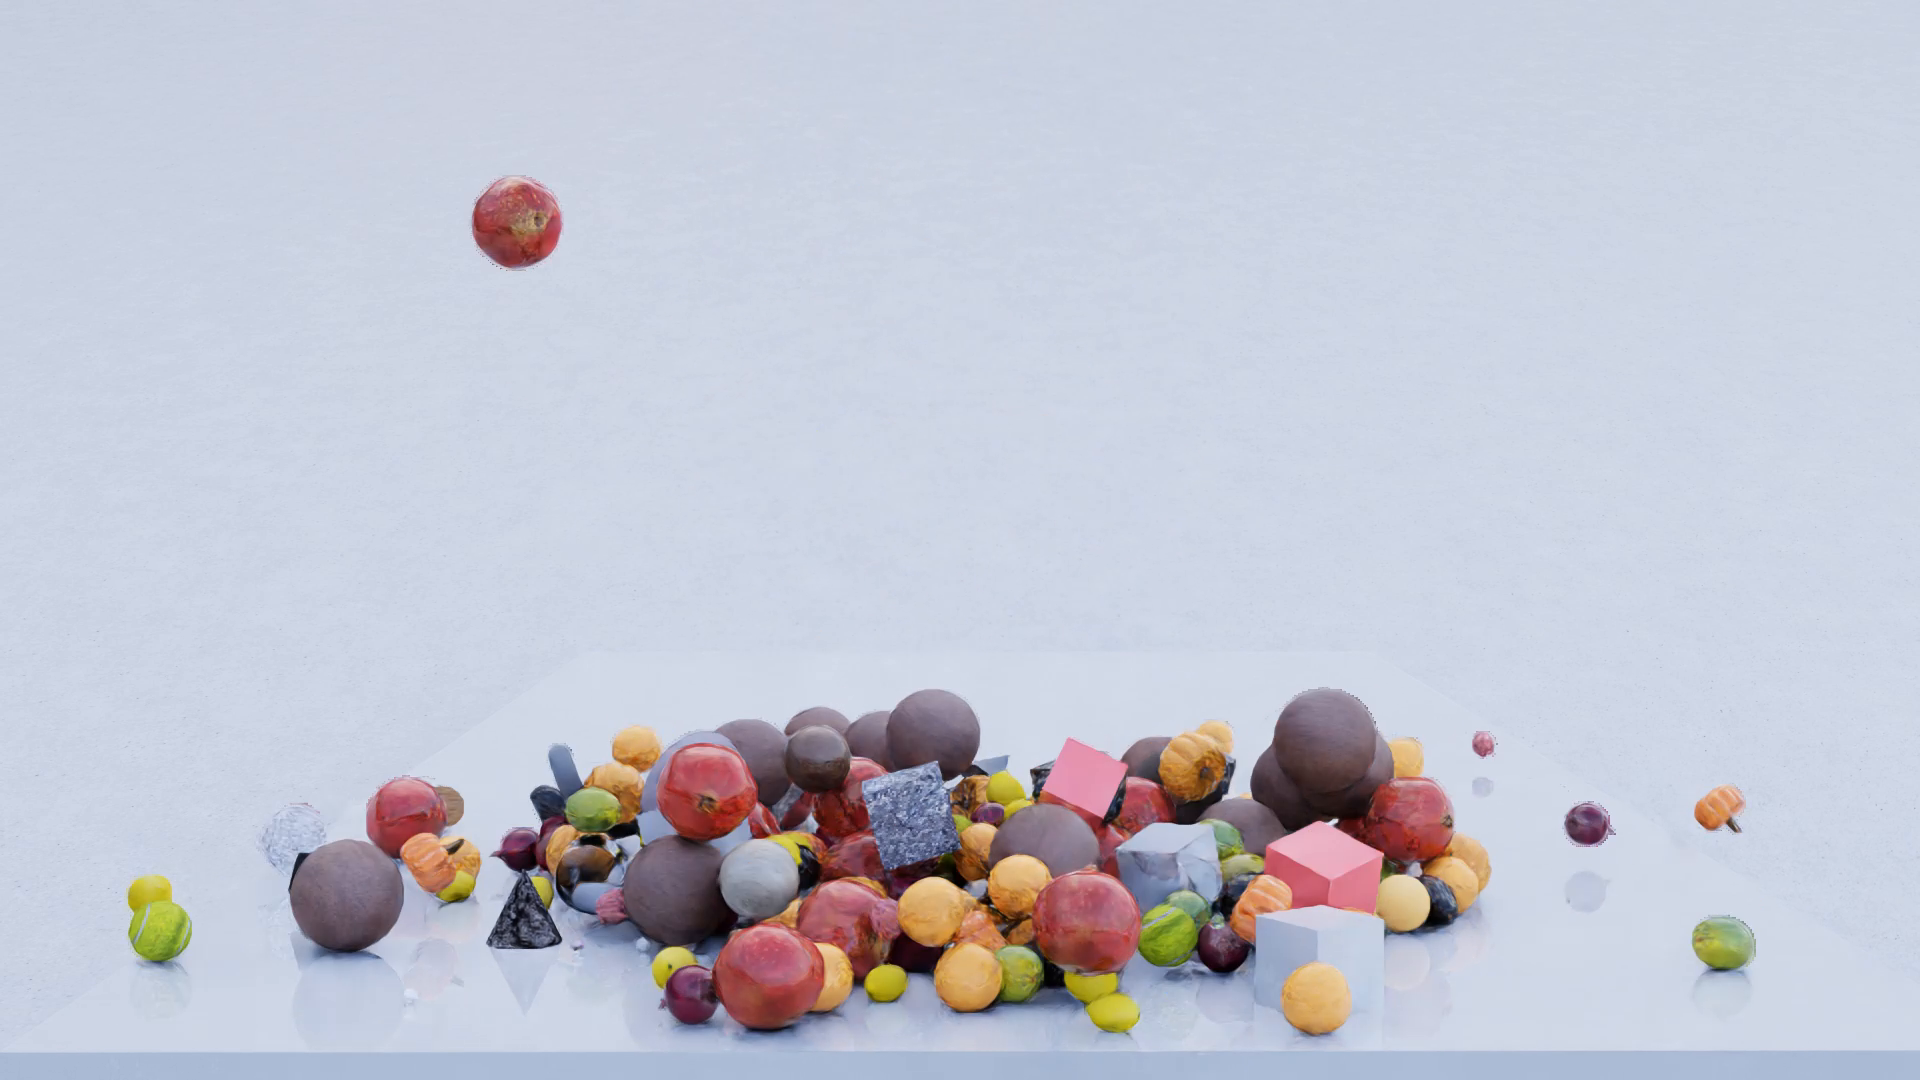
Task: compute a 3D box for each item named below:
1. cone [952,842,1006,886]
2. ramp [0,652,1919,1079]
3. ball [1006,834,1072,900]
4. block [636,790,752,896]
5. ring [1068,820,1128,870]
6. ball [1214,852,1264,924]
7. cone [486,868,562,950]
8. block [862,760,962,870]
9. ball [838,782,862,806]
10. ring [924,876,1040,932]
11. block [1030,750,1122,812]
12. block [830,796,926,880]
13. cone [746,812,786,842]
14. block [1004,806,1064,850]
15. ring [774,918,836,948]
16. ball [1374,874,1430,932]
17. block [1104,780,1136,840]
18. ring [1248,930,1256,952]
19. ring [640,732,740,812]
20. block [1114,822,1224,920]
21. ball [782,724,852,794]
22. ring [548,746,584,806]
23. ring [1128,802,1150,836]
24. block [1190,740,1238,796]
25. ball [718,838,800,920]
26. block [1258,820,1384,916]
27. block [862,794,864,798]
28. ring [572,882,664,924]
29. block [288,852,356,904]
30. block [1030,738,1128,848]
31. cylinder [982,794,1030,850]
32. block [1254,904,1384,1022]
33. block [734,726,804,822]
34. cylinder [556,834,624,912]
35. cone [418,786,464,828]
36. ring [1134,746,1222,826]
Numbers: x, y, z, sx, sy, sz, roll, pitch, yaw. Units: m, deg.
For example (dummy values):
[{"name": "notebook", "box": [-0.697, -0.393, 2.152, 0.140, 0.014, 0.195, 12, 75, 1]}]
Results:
[{"name": "cone", "box": [0.045, 0.444, 3.292, 0.081, 0.081, 0.081, -15, 38, -34]}, {"name": "ramp", "box": [0.049, 0.444, 4.532, 2.000, 0.100, 4.000, 0, 3, 0]}, {"name": "ball", "box": [0.101, 0.420, 3.295, 0.083, 0.083, 0.083, 0, 21, 0]}, {"name": "block", "box": [-0.317, 0.367, 3.121, 0.100, 0.100, 0.100, -17, -6, 14]}, {"name": "ring", "box": [0.191, 0.416, 3.534, 0.094, 0.031, 0.094, 20, 29, -11]}, {"name": "ball", "box": [0.349, 0.427, 3.152, 0.086, 0.086, 0.086, 0, 21, 0]}, {"name": "cone", "box": [-0.516, 0.431, 3.044, 0.090, 0.090, 0.090, 0, 3, 0]}, {"name": "block", "box": [-0.058, 0.327, 3.055, 0.094, 0.094, 0.094, -16, 4, -2]}, {"name": "ball", "box": [-0.164, 0.400, 3.967, 0.050, 0.050, 0.050, 0, 21, 0]}, {"name": "ring", "box": [0.026, 0.435, 3.073, 0.143, 0.048, 0.143, -11, -14, -3]}, {"name": "block", "box": [0.158, 0.339, 3.514, 0.079, 0.079, 0.079, -18, 5, -39]}, {"name": "block", "box": [-0.104, 0.398, 3.440, 0.090, 0.090, 0.090, 2, -12, 38]}, {"name": "cone", "box": [-0.264, 0.408, 3.604, 0.062, 0.062, 0.062, -14, 8, 41]}, {"name": "block", "box": [0.102, 0.407, 3.547, 0.057, 0.057, 0.057, -2, 40, -22]}, {"name": "ring", "box": [-0.183, 0.464, 3.037, 0.075, 0.025, 0.075, -1, 5, 0]}, {"name": "ball", "box": [0.531, 0.438, 3.094, 0.070, 0.070, 0.070, 0, 21, 0]}, {"name": "block", "box": [0.243, 0.393, 3.598, 0.079, 0.079, 0.079, 2, 25, 37]}, {"name": "ring", "box": [0.374, 0.466, 2.983, 0.080, 0.027, 0.080, 0, 3, 0]}, {"name": "ring", "box": [-0.339, 0.309, 3.238, 0.050, 0.150, 0.150, 32, 36, 31]}, {"name": "block", "box": [0.253, 0.398, 3.087, 0.086, 0.086, 0.086, -2, 15, 38]}, {"name": "ball", "box": [-0.178, 0.272, 3.195, 0.086, 0.086, 0.086, 0, 21, 0]}, {"name": "ring", "box": [-0.553, 0.330, 3.608, 0.030, 0.091, 0.091, -20, 25, -8]}, {"name": "ring", "box": [0.264, 0.401, 3.506, 0.035, 0.105, 0.105, -23, 13, 22]}, {"name": "block", "box": [0.333, 0.315, 3.493, 0.054, 0.054, 0.054, -12, 36, -40]}, {"name": "ball", "box": [-0.223, 0.377, 2.853, 0.090, 0.090, 0.090, 0, 21, 0]}, {"name": "block", "box": [0.411, 0.394, 2.935, 0.094, 0.094, 0.094, -18, 32, -40]}, {"name": "block", "box": [-0.110, 0.406, 3.822, 0.054, 0.054, 0.054, -1, 3, -25]}, {"name": "ring", "box": [-0.416, 0.443, 3.132, 0.114, 0.038, 0.114, 9, -10, 2]}, {"name": "block", "box": [-0.801, 0.424, 3.224, 0.051, 0.051, 0.051, 18, 4, 33]}, {"name": "block", "box": [0.142, 0.302, 3.077, 0.080, 0.080, 0.080, 25, 56, 6]}, {"name": "cylinder", "box": [0.067, 0.405, 3.690, 0.070, 0.070, 0.070, 0, 3, 0]}, {"name": "block", "box": [0.380, 0.446, 2.717, 0.095, 0.095, 0.095, -2, 4, -35]}, {"name": "block", "box": [-0.274, 0.328, 3.613, 0.084, 0.084, 0.084, 13, 47, 32]}, {"name": "cylinder", "box": [-0.469, 0.422, 3.259, 0.085, 0.085, 0.085, -2, 3, -6]}, {"name": "cone", "box": [-0.778, 0.413, 3.846, 0.068, 0.068, 0.068, 6, 60, -11]}, {"name": "ring", "box": [0.292, 0.335, 3.444, 0.121, 0.121, 0.040, 7, 7, 17]}]
